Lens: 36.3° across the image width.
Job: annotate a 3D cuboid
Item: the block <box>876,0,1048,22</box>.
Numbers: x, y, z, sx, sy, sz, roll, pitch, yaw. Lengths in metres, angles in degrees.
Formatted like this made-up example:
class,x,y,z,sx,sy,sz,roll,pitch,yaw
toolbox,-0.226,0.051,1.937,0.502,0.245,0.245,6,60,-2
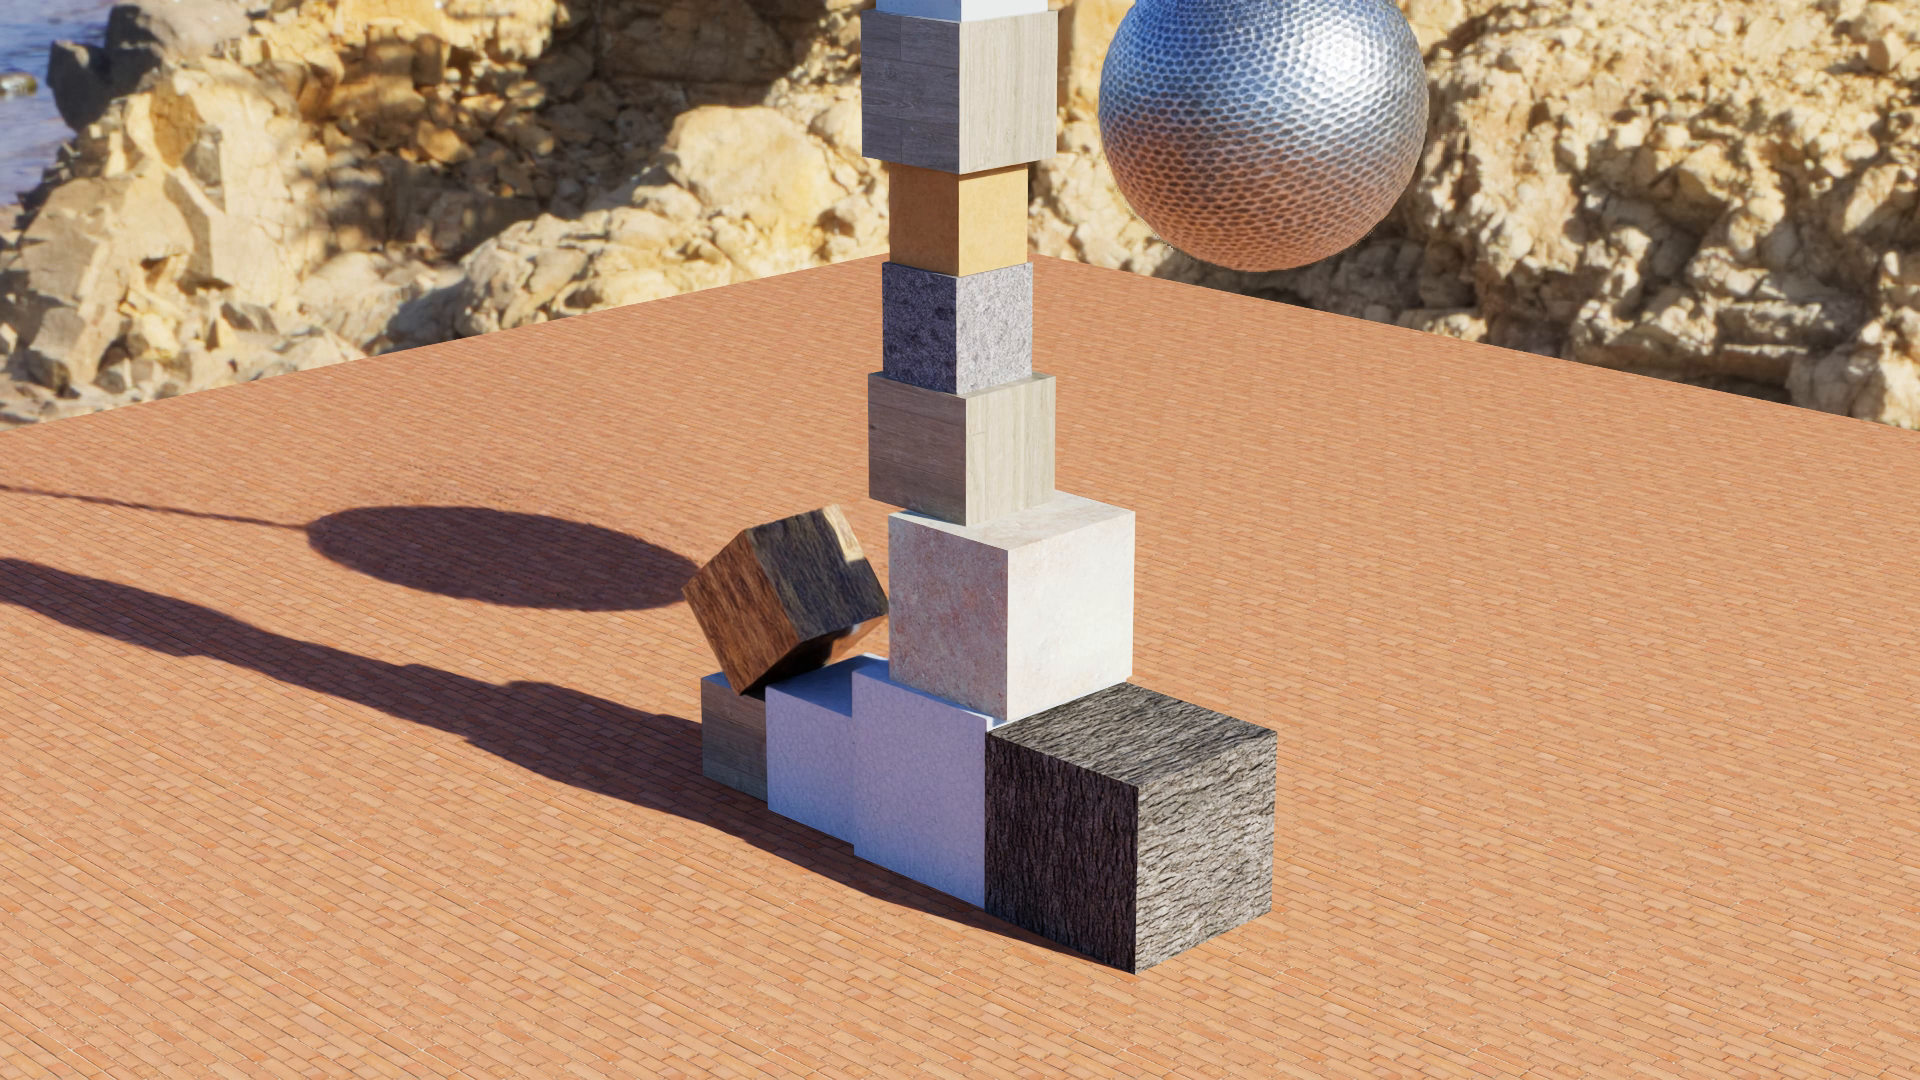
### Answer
class,x,y,z,sx,sy,sz,roll,pitch,yaw
block,0.008,-2.533,12.554,0.523,0.526,0.520,-17,24,-42

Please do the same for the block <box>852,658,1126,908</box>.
class,x,y,z,sx,sy,sz,roll,pitch,yaw
block,0.133,1.029,13.553,0.910,0.910,0.867,-17,24,-42

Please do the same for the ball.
class,x,y,z,sx,sy,sz,roll,pitch,yaw
ball,1.467,-2.103,14.218,1.600,1.600,1.600,0,17,0

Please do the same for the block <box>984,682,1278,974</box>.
class,x,y,z,sx,sy,sz,roll,pitch,yaw
block,0.749,1.248,12.943,0.911,0.858,0.899,-17,24,-42

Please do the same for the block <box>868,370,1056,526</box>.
class,x,y,z,sx,sy,sz,roll,pitch,yaw
block,0.007,-0.461,13.204,0.567,0.580,0.623,-17,24,-42

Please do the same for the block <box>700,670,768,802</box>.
class,x,y,z,sx,sy,sz,roll,pitch,yaw
block,-0.888,0.924,14.540,0.565,0.518,0.543,-17,24,-42

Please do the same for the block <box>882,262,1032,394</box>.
class,x,y,z,sx,sy,sz,roll,pitch,yaw
block,-0.012,-0.979,13.022,0.475,0.517,0.467,-17,24,-42

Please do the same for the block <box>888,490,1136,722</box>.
class,x,y,z,sx,sy,sz,roll,pitch,yaw
block,0.231,0.252,13.205,0.815,0.781,0.746,-17,24,-42

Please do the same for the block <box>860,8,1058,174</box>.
class,x,y,z,sx,sy,sz,roll,pitch,yaw
block,-0.004,-1.977,12.716,0.596,0.633,0.605,-17,24,-42

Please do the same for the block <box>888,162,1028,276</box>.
class,x,y,z,sx,sy,sz,roll,pitch,yaw
block,-0.008,-1.450,12.878,0.425,0.468,0.435,-17,24,-42

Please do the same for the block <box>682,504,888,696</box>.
class,x,y,z,sx,sy,sz,roll,pitch,yaw
block,-0.840,0.291,14.251,0.615,0.609,0.617,-17,-16,-43

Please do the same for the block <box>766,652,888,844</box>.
class,x,y,z,sx,sy,sz,roll,pitch,yaw
block,-0.449,1.001,14.099,0.685,0.636,0.678,17,24,42
